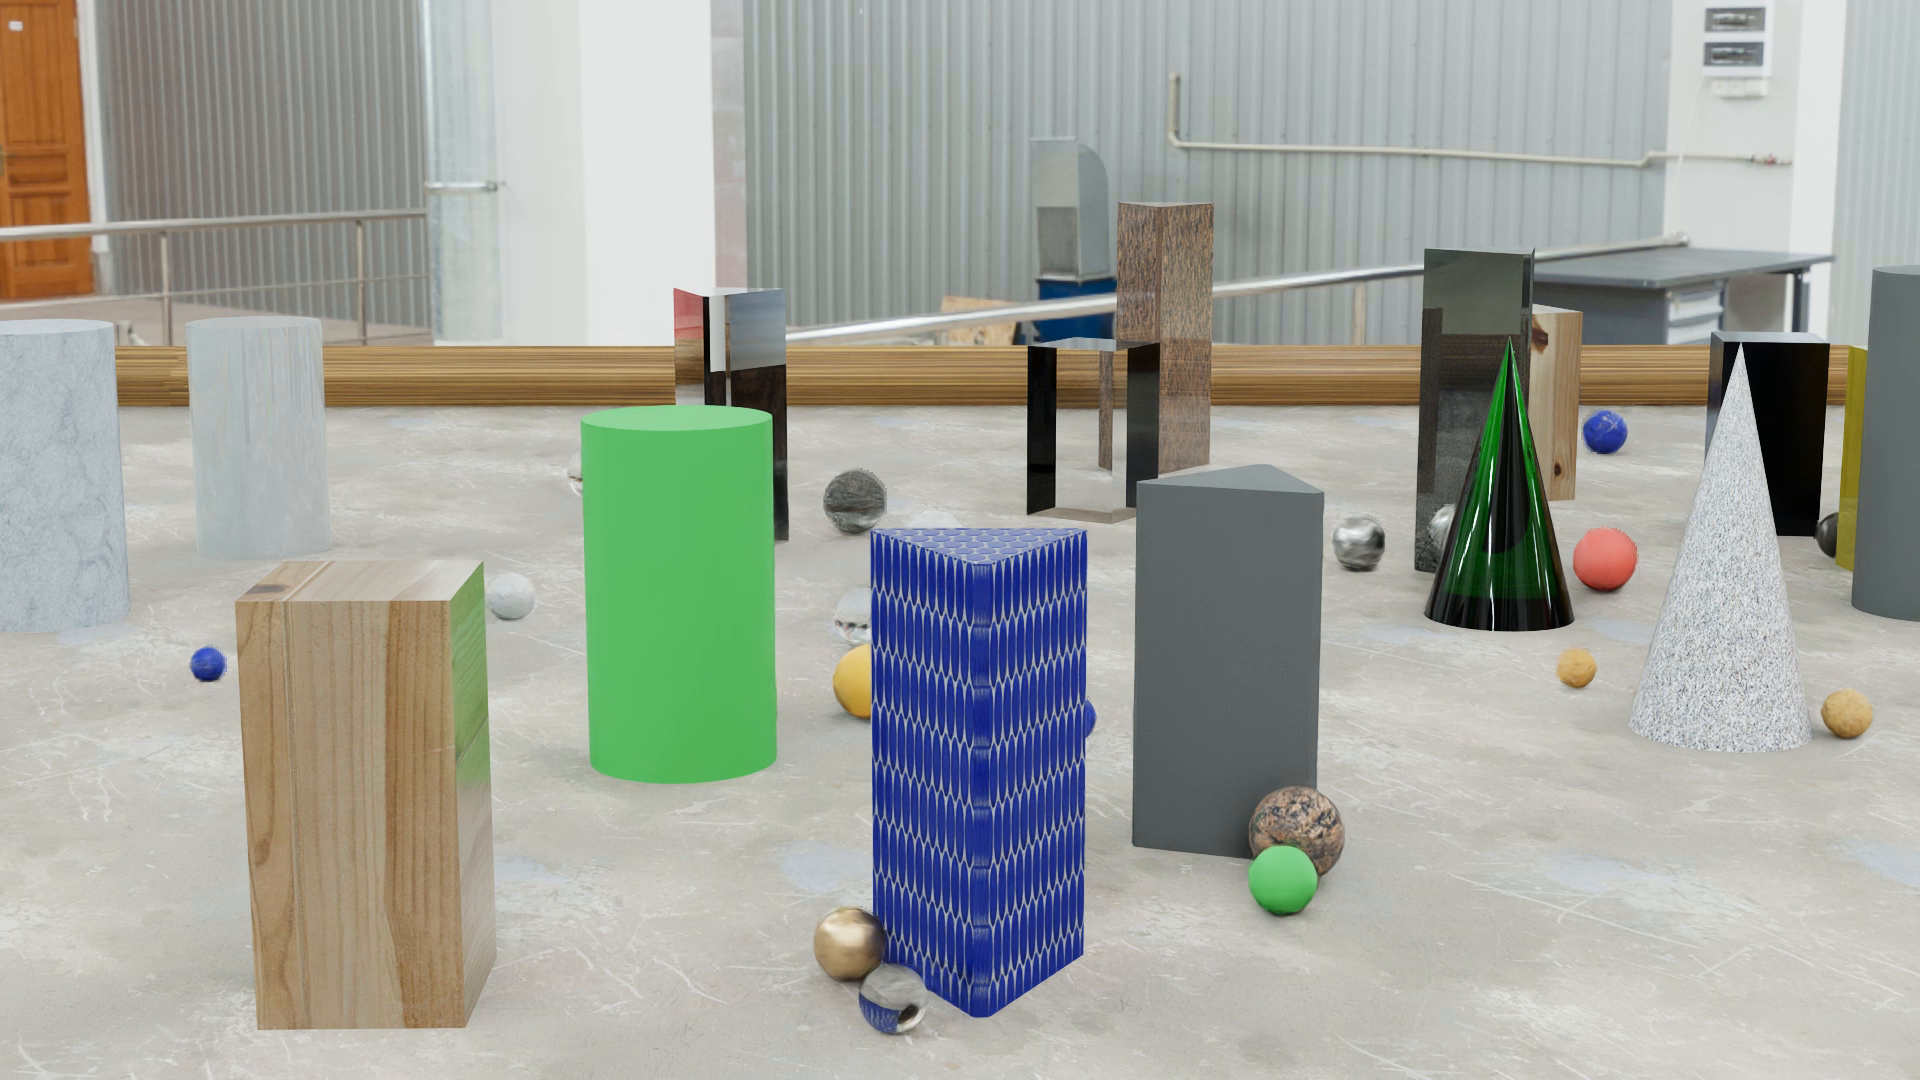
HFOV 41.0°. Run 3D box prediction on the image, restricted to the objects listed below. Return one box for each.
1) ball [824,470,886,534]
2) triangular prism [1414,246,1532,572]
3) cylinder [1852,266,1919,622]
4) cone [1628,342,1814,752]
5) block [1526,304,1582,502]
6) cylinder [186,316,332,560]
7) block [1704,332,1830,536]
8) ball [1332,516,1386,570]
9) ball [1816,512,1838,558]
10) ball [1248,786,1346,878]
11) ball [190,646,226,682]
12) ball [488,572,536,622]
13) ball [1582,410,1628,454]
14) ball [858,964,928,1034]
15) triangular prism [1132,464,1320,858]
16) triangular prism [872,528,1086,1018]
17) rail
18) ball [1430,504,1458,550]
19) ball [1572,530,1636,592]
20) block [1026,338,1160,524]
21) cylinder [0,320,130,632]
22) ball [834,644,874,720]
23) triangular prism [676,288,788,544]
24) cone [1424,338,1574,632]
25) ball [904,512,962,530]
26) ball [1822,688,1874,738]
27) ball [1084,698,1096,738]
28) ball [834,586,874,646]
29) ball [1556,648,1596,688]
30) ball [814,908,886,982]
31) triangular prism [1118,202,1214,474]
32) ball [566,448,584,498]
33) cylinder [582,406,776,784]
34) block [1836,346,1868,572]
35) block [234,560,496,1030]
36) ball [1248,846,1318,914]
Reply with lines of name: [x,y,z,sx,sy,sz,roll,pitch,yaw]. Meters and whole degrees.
ball: [-0.166,-0.060,4.038,0.099,0.099,0.099,0,10,0]
triangular prism: [0.777,-0.186,3.705,0.172,0.468,0.149,10,15,44]
cylinder: [1.316,-0.132,3.445,0.198,0.457,0.198,0,10,0]
cone: [0.844,-0.003,2.813,0.198,0.433,0.198,0,10,0]
block: [0.944,-0.235,4.379,0.159,0.319,0.159,-3,11,-18]
cylinder: [-1.063,-0.158,3.891,0.198,0.345,0.198,0,10,0]
block: [1.277,-0.171,4.076,0.159,0.304,0.159,2,11,9]
ball: [0.584,0.004,3.753,0.078,0.078,0.078,0,10,0]
ball: [1.314,-0.007,3.827,0.071,0.071,0.071,0,10,0]
ball: [0.304,0.265,2.314,0.087,0.087,0.087,0,10,0]
ball: [-0.901,0.148,3.072,0.041,0.041,0.041,0,10,0]
ball: [-0.595,0.076,3.402,0.064,0.064,0.064,0,10,0]
ball: [1.224,-0.205,4.866,0.084,0.084,0.084,0,10,0]
ball: [-0.051,0.349,1.955,0.053,0.053,0.053,0,10,0]
triangular prism: [0.269,0.111,2.435,0.172,0.348,0.149,4,11,20]
triangular prism: [0.037,0.174,2.064,0.149,0.358,0.172,-6,12,-30]
rail: [-0.012,-0.352,5.530,4.177,0.129,0.045,0,10,0]
ball: [0.703,-0.016,3.649,0.069,0.069,0.069,0,10,0]
ball: [0.903,0.028,3.596,0.087,0.087,0.087,0,10,0]
block: [0.219,-0.182,4.205,0.159,0.279,0.159,7,12,31]
cylinder: [-1.214,-0.089,3.399,0.198,0.389,0.198,0,10,0]
ball: [-0.101,0.160,2.893,0.084,0.084,0.084,0,10,0]
triangular prism: [-0.378,-0.186,3.919,0.149,0.392,0.172,8,13,38]
cone: [0.722,-0.084,3.405,0.198,0.377,0.198,0,10,0]
ball: [-0.037,0.008,3.677,0.097,0.097,0.097,0,10,0]
ball: [0.973,0.190,2.812,0.054,0.054,0.054,0,10,0]
ball: [0.122,0.194,2.793,0.053,0.053,0.053,0,10,0]
ball: [-0.122,0.097,3.255,0.076,0.076,0.076,0,10,0]
ball: [0.731,0.152,3.040,0.046,0.046,0.046,0,10,0]
ball: [-0.089,0.326,2.067,0.059,0.059,0.059,0,10,0]
triangular prism: [0.349,-0.374,4.689,0.149,0.480,0.172,8,13,38]
ball: [-0.614,-0.113,4.330,0.098,0.098,0.098,0,10,0]
cylinder: [-0.294,0.052,2.699,0.198,0.366,0.198,0,10,0]
block: [1.380,-0.110,3.693,0.159,0.324,0.159,-1,11,-4]
block: [-0.460,0.195,2.012,0.159,0.335,0.159,0,10,-1]
ball: [0.280,0.295,2.229,0.060,0.060,0.060,0,10,0]
